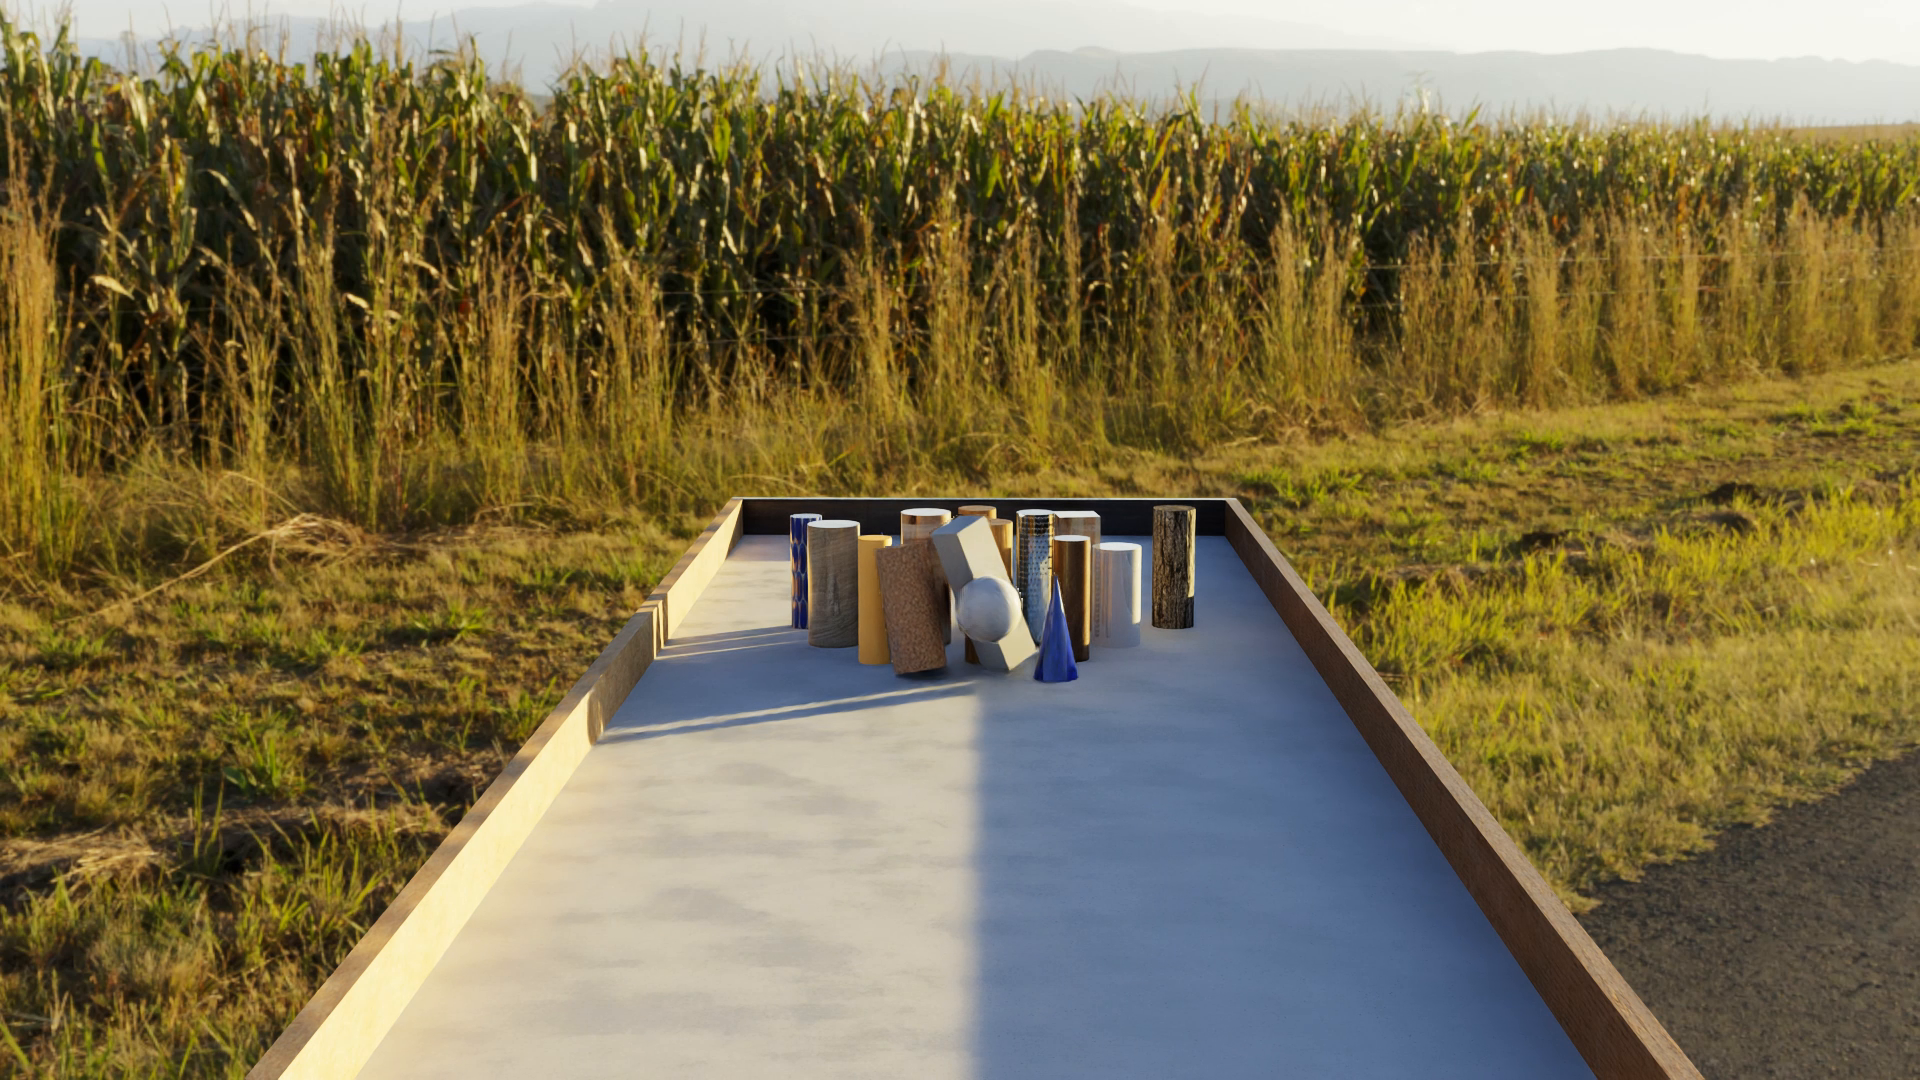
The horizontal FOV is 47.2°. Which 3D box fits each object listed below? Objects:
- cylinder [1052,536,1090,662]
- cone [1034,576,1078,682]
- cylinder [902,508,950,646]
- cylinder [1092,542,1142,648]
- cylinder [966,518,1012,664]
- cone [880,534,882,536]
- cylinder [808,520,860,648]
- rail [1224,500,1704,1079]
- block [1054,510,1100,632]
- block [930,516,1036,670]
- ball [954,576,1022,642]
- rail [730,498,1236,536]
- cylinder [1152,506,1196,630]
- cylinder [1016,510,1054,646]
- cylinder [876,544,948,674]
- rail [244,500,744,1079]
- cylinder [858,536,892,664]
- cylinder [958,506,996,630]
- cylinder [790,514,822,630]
[{"bbox_3d":[0.337,0.178,6.694,0.116,0.373,0.116,0,9,0],"label":"cylinder"},{"bbox_3d":[0.281,0.250,6.433,0.132,0.311,0.132,0,9,0],"label":"cone"},{"bbox_3d":[-0.107,0.118,6.934,0.157,0.417,0.157,0,9,0],"label":"cylinder"},{"bbox_3d":[0.492,0.173,6.929,0.155,0.310,0.155,0,9,0],"label":"cylinder"},{"bbox_3d":[0.087,0.155,6.667,0.143,0.426,0.143,0,9,0],"label":"cylinder"},{"bbox_3d":[-0.256,0.127,7.200,0.160,0.315,0.160,0,9,0],"label":"cone"},{"bbox_3d":[-0.396,0.137,6.924,0.165,0.381,0.165,0,9,0],"label":"cylinder"},{"bbox_3d":[1.046,0.843,3.208,0.050,0.150,12.000,0,9,1],"label":"rail"},{"bbox_3d":[0.379,0.101,7.172,0.133,0.375,0.133,-1,9,-7],"label":"block"},{"bbox_3d":[0.071,0.157,6.499,0.121,0.448,0.121,-33,20,-36],"label":"block"},{"bbox_3d":[0.082,0.199,6.323,0.193,0.193,0.193,0,9,0],"label":"ball"},{"bbox_3d":[0.099,-0.098,9.147,2.100,0.150,0.050,0,9,1],"label":"rail"},{"bbox_3d":[0.700,0.088,7.210,0.138,0.390,0.138,0,9,0],"label":"cylinder"},{"bbox_3d":[0.237,0.119,6.922,0.120,0.418,0.120,0,9,0],"label":"cylinder"},{"bbox_3d":[-0.143,0.201,6.493,0.159,0.365,0.159,-9,0,0],"label":"cylinder"},{"bbox_3d":[-1.004,0.839,3.234,0.050,0.150,12.000,0,9,1],"label":"rail"},{"bbox_3d":[-0.257,0.181,6.655,0.102,0.380,0.102,0,9,0],"label":"cylinder"},{"bbox_3d":[0.056,0.092,7.165,0.124,0.395,0.124,0,9,0],"label":"cylinder"},{"bbox_3d":[-0.502,0.102,7.193,0.103,0.366,0.103,0,9,0],"label":"cylinder"}]
